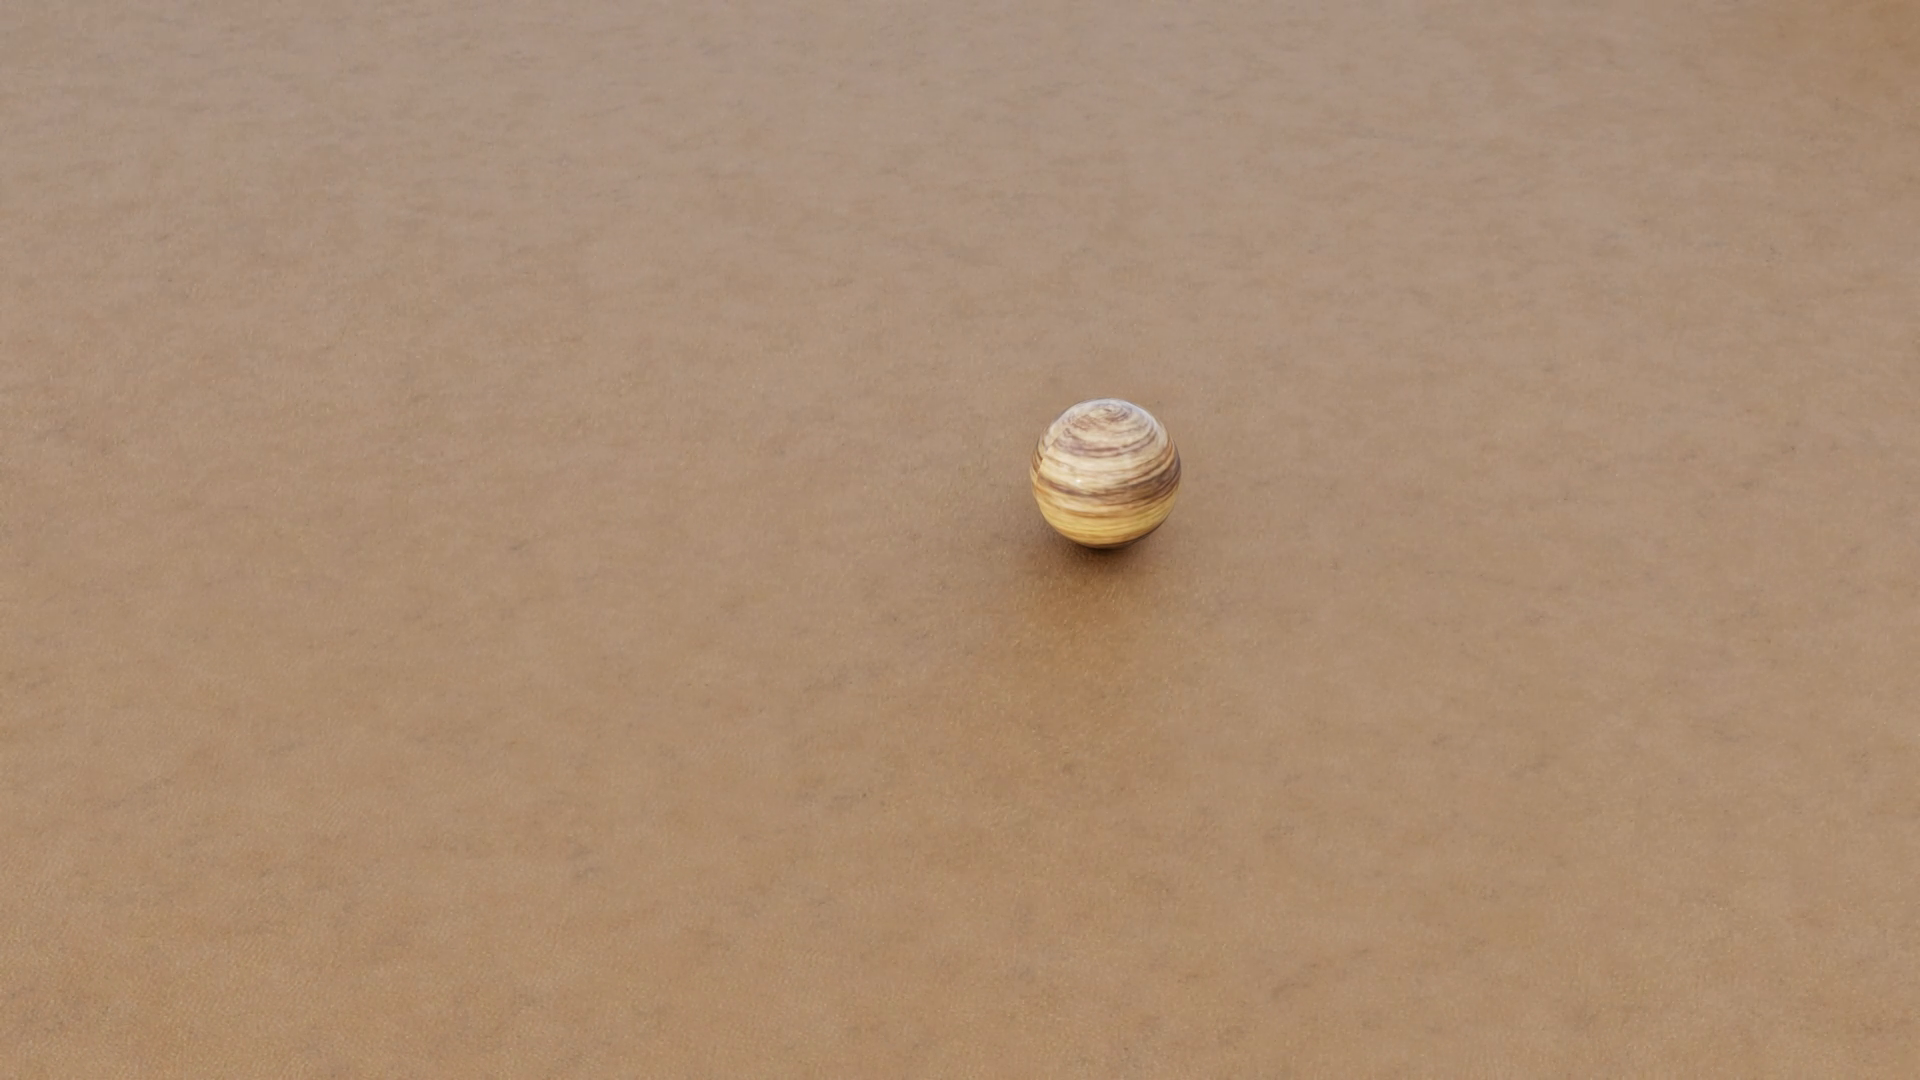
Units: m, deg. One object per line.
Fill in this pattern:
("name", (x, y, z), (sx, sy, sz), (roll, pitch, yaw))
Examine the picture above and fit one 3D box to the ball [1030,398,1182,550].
("ball", (0.086, -0.040, 1.743), (0.090, 0.090, 0.090), (0, 31, 0))
